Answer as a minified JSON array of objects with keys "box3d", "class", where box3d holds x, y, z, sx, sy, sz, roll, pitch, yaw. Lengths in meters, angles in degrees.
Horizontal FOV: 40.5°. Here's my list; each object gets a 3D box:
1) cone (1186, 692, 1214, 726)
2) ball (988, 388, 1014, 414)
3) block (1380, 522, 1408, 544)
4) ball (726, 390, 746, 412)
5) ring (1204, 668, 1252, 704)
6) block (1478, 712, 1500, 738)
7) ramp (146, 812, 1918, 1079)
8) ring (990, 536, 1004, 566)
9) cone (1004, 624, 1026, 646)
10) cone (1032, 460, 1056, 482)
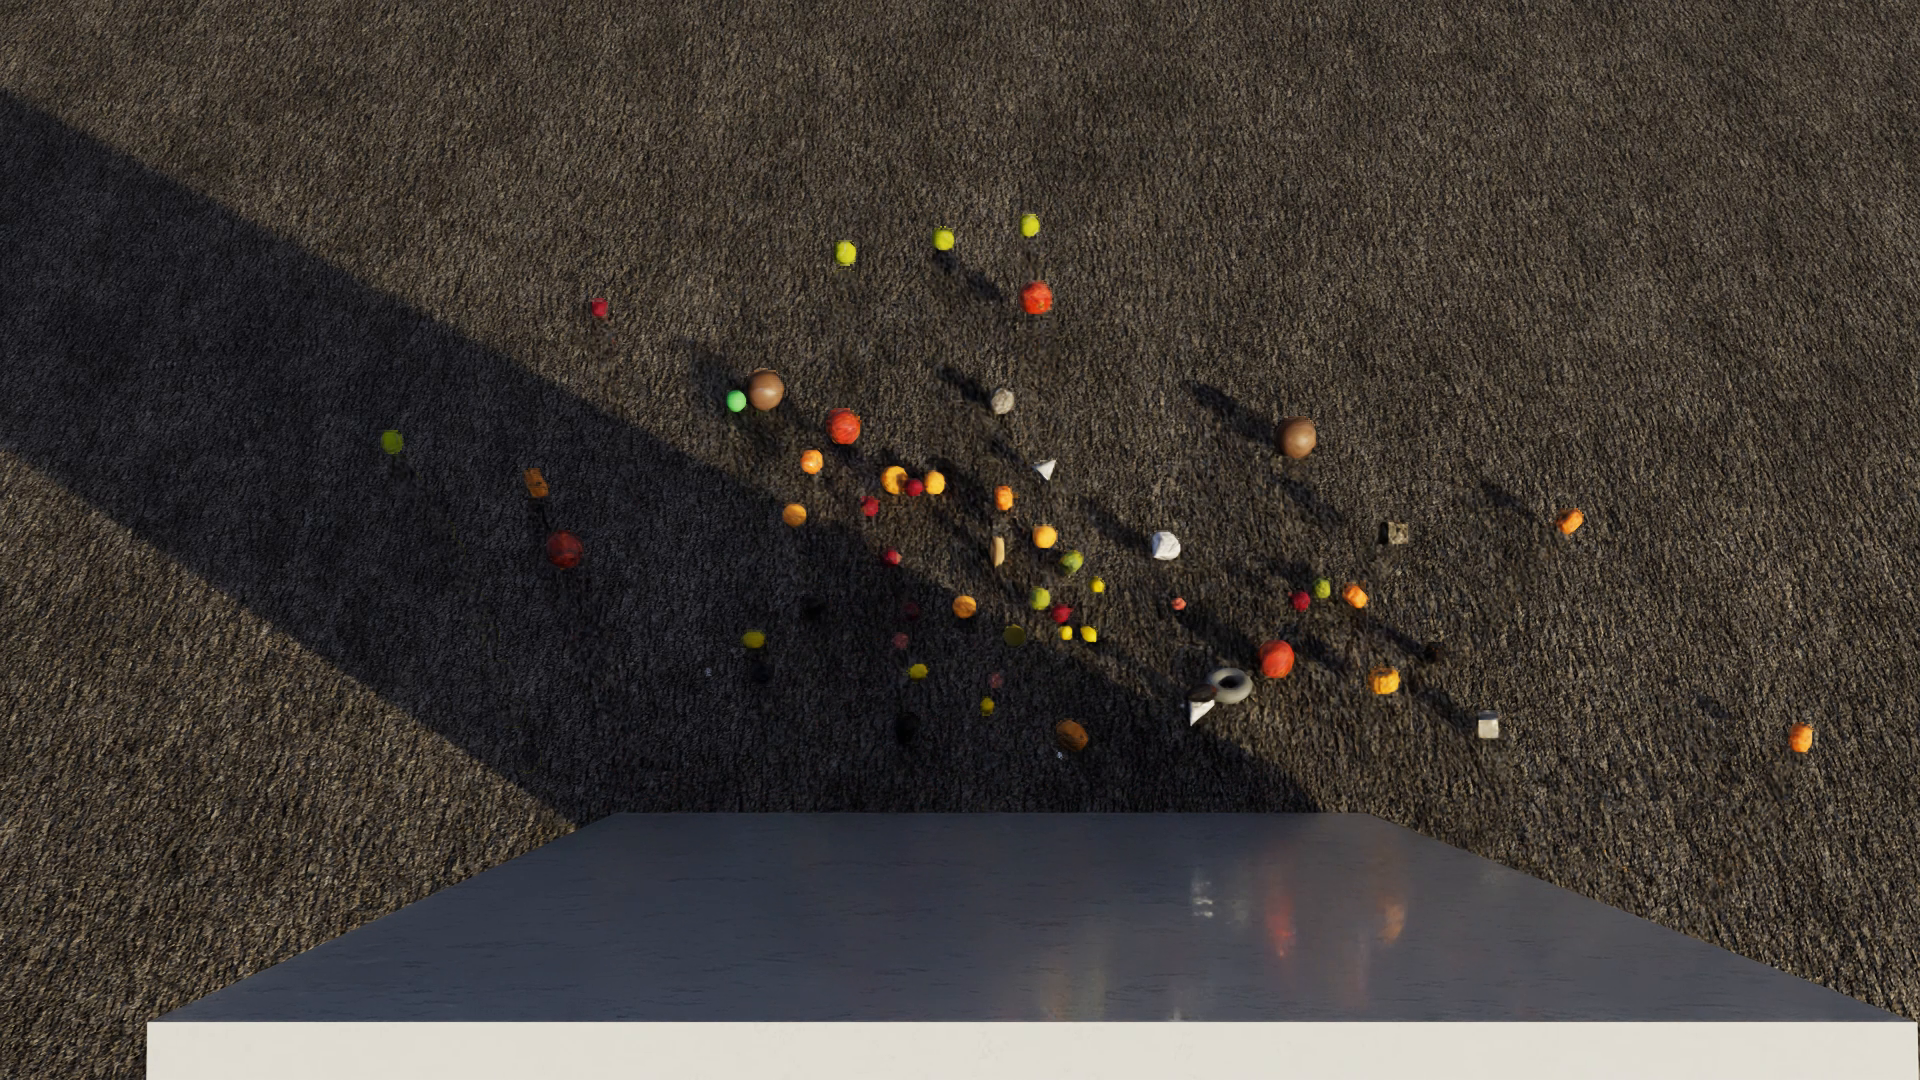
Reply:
[{"box3d":[0.665,0.488,7.347,0.088,0.088,0.088,14,66,18],"class":"cone"},{"box3d":[0.133,-0.459,8.555,0.088,0.088,0.088,0,37,0],"class":"ball"},{"box3d":[1.318,-0.020,7.912,0.064,0.064,0.064,1,1,-15],"class":"block"},{"box3d":[-0.737,-0.458,8.569,0.070,0.070,0.070,0,37,0],"class":"ball"},{"box3d":[0.766,0.415,7.438,0.137,0.046,0.137,-1,36,1],"class":"ring"},{"box3d":[1.478,0.517,7.270,0.054,0.054,0.054,0,21,10],"class":"block"},{"box3d":[0.082,0.686,4.936,2.000,0.100,4.000,0,-3,0],"class":"ramp"},{"box3d":[0.112,0.034,7.909,0.029,0.088,0.088,2,36,-17],"class":"ring"},{"box3d":[0.164,0.274,7.636,0.066,0.066,0.066,6,11,8],"class":"cone"},{"box3d":[0.280,-0.233,8.243,0.072,0.072,0.072,-45,49,-6],"class":"cone"}]
